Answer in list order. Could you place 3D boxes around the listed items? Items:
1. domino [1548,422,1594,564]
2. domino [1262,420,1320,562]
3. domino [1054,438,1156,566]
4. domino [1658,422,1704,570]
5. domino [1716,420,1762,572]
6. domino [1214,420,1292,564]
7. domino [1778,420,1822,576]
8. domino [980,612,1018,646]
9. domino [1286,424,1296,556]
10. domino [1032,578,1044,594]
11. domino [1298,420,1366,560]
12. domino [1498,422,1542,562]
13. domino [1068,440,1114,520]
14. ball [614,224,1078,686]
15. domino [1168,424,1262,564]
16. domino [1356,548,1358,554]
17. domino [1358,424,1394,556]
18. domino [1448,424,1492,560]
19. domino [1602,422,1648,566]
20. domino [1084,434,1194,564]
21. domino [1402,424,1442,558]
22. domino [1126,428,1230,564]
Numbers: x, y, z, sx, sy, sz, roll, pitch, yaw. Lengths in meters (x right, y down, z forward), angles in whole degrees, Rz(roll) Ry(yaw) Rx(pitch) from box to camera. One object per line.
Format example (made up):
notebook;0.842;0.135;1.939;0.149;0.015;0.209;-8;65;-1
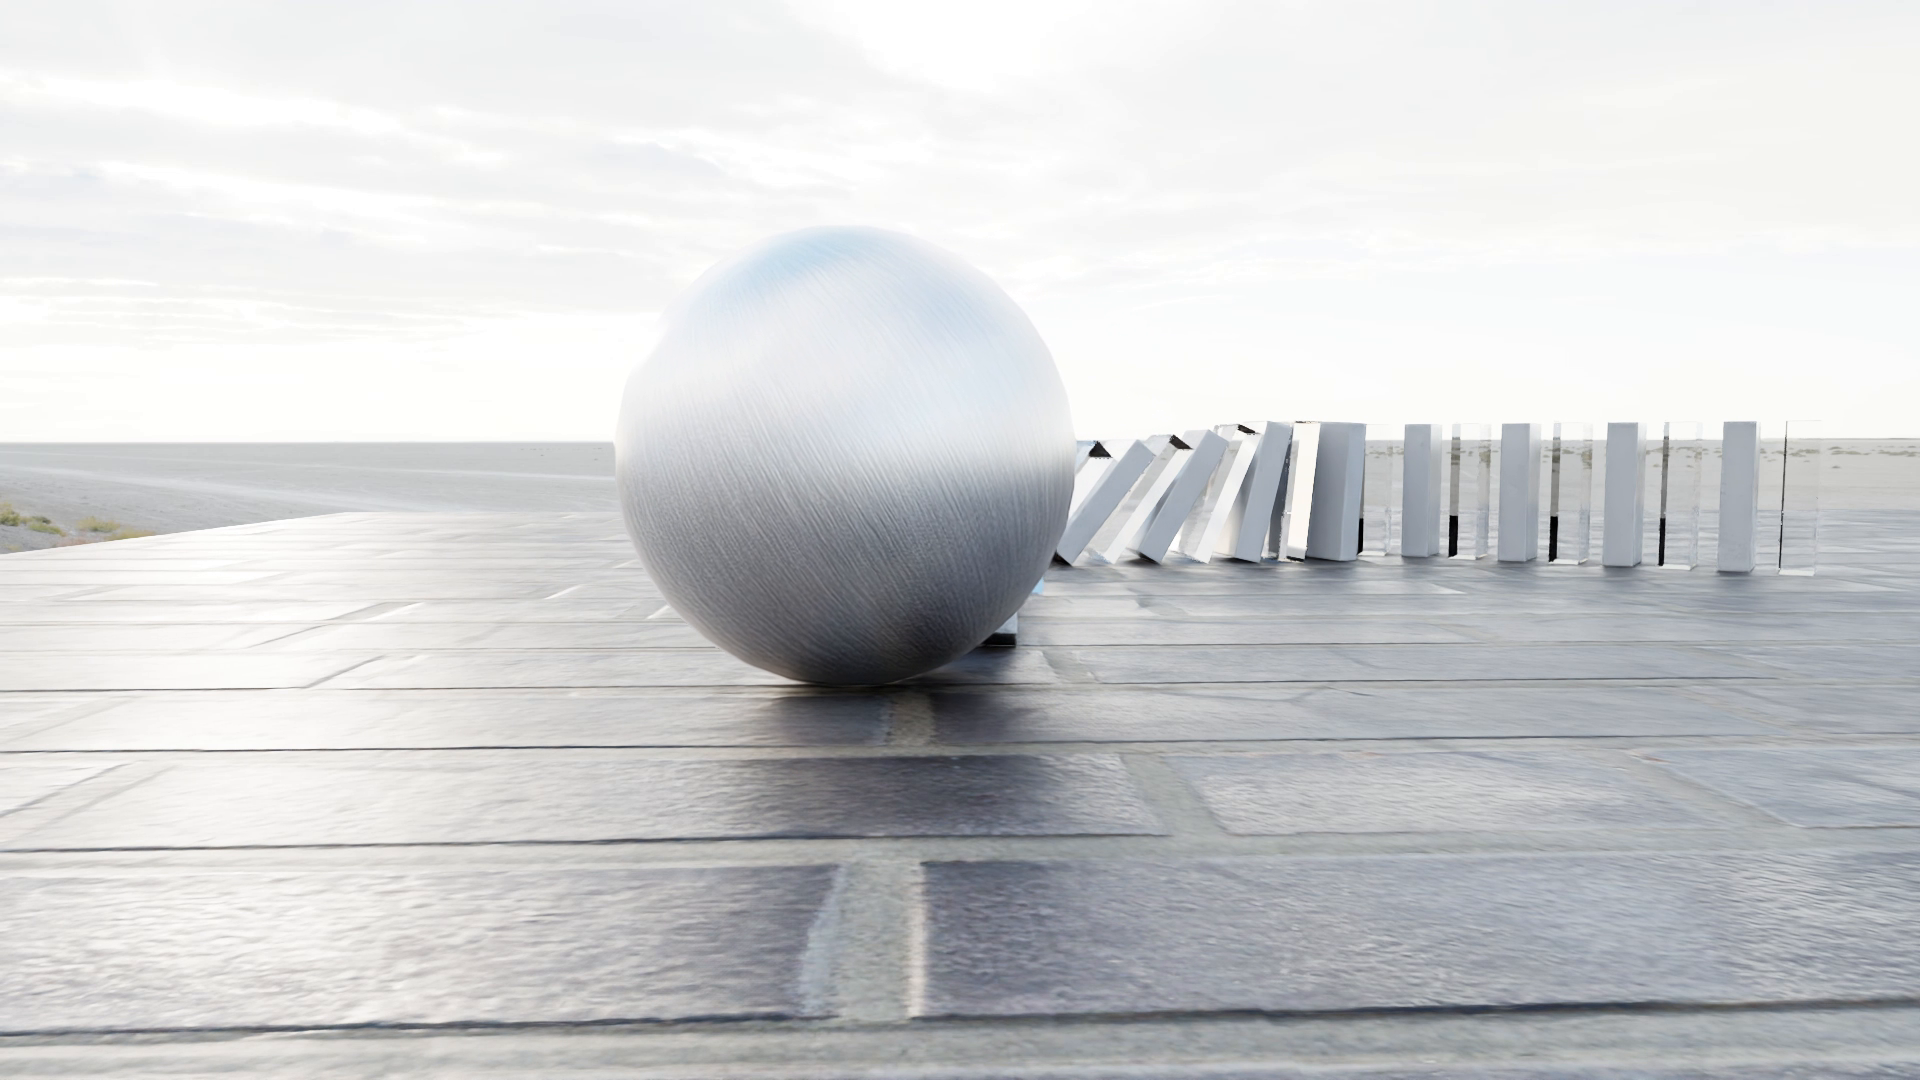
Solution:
domino;0.222;-0.017;0.465;0.009;0.050;0.025;3;5;34
domino;0.119;-0.018;0.469;0.009;0.050;0.025;5;3;-9
domino;0.047;-0.014;0.464;0.009;0.050;0.025;41;-8;-16
domino;0.250;-0.016;0.445;0.010;0.050;0.025;3;5;35
domino;0.265;-0.015;0.436;0.010;0.050;0.025;3;5;35
domino;0.106;-0.018;0.469;0.010;0.050;0.025;13;2;-9
domino;0.279;-0.014;0.426;0.010;0.050;0.025;3;5;34
domino;0.000;-0.003;0.275;0.025;0.050;0.009;0;-21;1
domino;0.138;-0.019;0.489;0.025;0.050;0.010;1;4;17
domino;0.012;-0.007;0.378;0.025;0.050;0.010;2;-40;2
domino;0.135;-0.019;0.474;0.010;0.050;0.025;-1;6;-37
domino;0.207;-0.018;0.475;0.010;0.050;0.025;3;5;33
domino;0.031;-0.014;0.462;0.010;0.050;0.025;44;-16;-24
ball;-0.020;-0.014;0.226;0.080;0.080;0.080;0;4;0
domino;0.092;-0.017;0.469;0.010;0.050;0.025;23;1;-9
domino;0.146;-0.020;0.505;0.010;0.050;0.025;-2;5;-21
domino;0.163;-0.020;0.501;0.009;0.050;0.025;2;5;24
domino;0.193;-0.019;0.484;0.010;0.050;0.025;3;5;32
domino;0.236;-0.017;0.455;0.010;0.050;0.025;3;5;34
domino;0.063;-0.015;0.466;0.010;0.050;0.025;36;-3;-11
domino;0.178;-0.019;0.493;0.009;0.050;0.025;2;5;30
domino;0.078;-0.016;0.467;0.010;0.050;0.025;30;0;-9
